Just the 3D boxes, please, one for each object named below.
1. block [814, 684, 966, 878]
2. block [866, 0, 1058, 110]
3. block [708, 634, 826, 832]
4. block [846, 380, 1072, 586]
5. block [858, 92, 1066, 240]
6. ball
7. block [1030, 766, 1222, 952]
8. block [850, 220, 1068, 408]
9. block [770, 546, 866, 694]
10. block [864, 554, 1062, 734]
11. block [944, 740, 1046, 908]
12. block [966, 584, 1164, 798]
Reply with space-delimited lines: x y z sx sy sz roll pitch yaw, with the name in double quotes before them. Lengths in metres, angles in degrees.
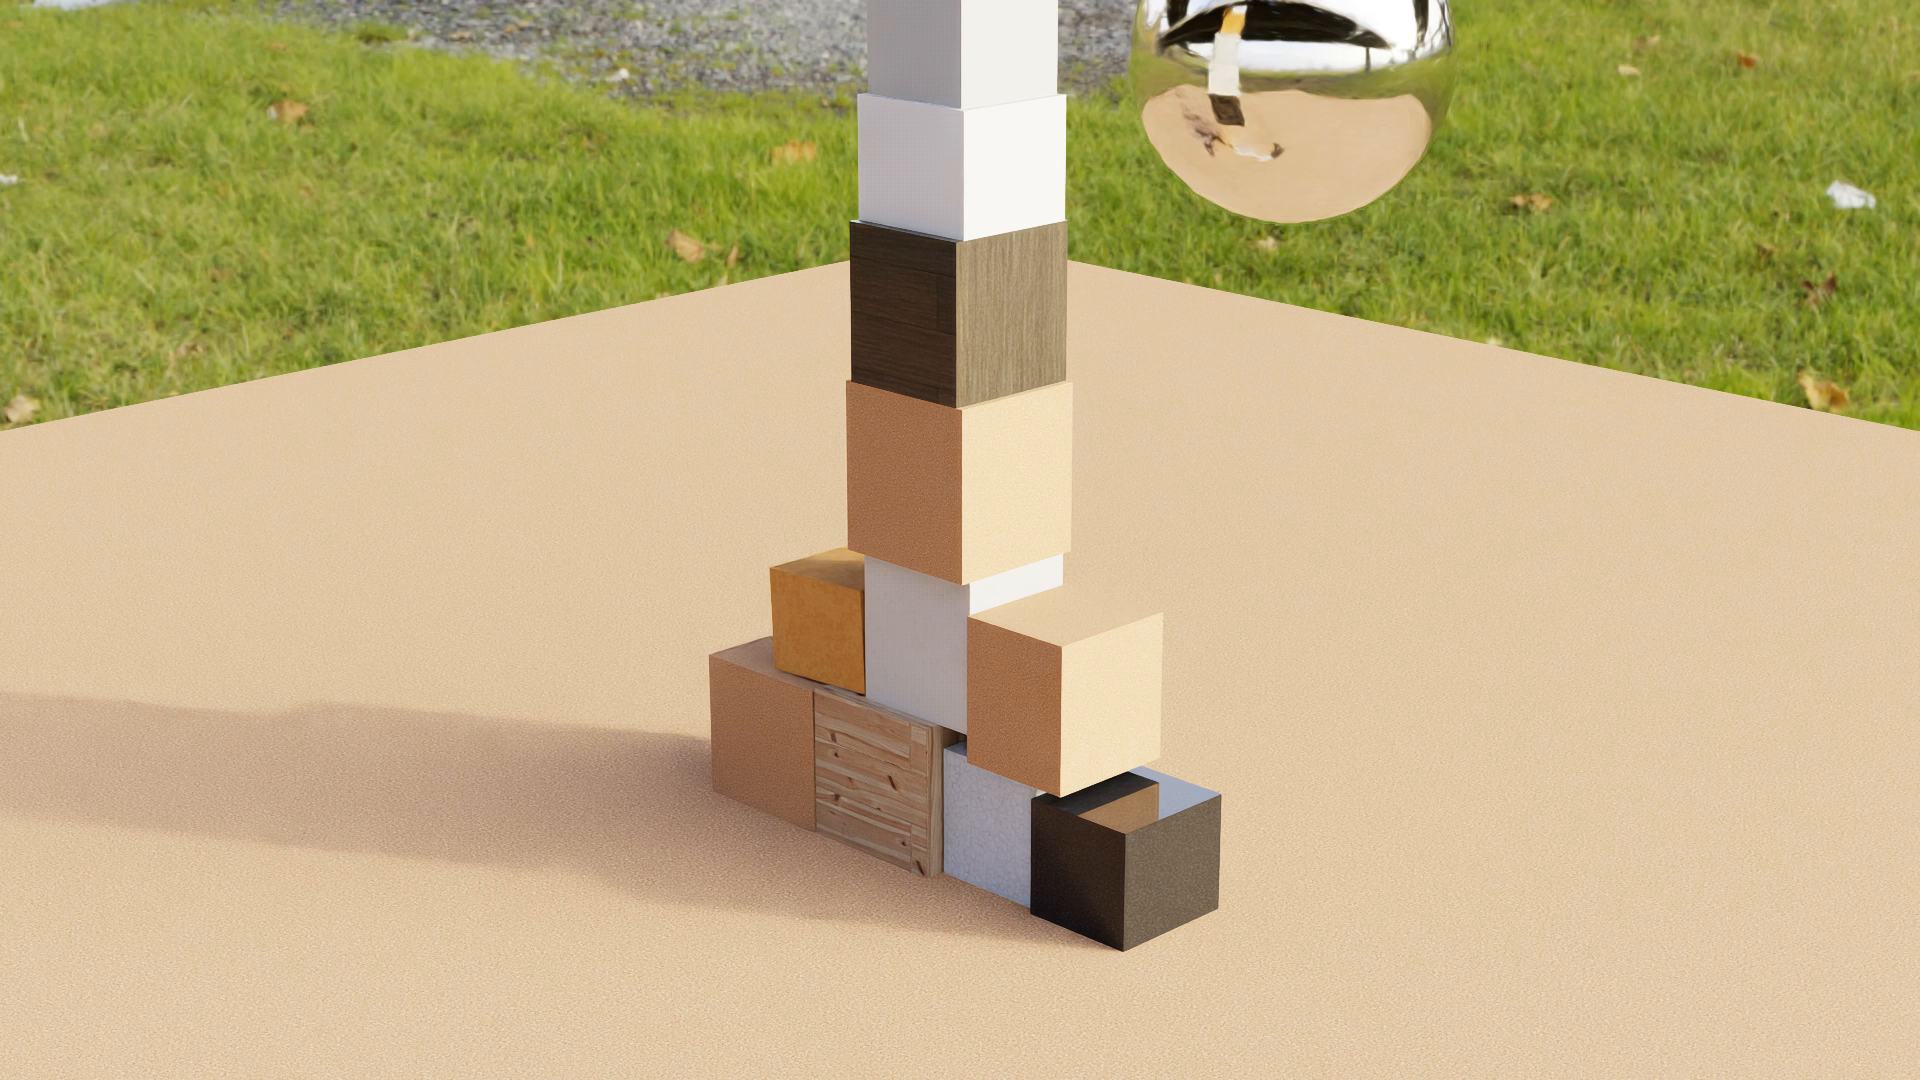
"block" -0.147 1.041 13.815 0.761 0.731 0.745 -17 24 -42
"block" 0.010 -2.233 12.651 0.587 0.620 0.576 -17 24 -42
"block" -0.674 0.888 14.332 0.793 0.711 0.743 -17 24 -42
"block" -0.004 -0.332 13.234 0.700 0.795 0.737 -17 24 -42
"block" 0.008 -1.672 12.824 0.628 0.553 0.654 -17 24 -42
"ball" 1.623 -2.349 14.304 1.600 1.600 1.600 0 17 0
"block" 0.734 1.392 12.993 0.635 0.553 0.557 -17 24 -42
"block" -0.006 -1.058 13.003 0.694 0.727 0.665 -17 24 -42
"block" -0.452 0.358 13.945 0.621 0.501 0.630 -17 21 -42
"block" 0.016 0.397 13.441 0.599 0.721 0.678 -17 24 -42
"block" 0.346 1.235 13.396 0.609 0.612 0.580 -17 24 -42
"block" 0.465 0.658 13.052 0.655 0.694 0.573 -17 24 -42
